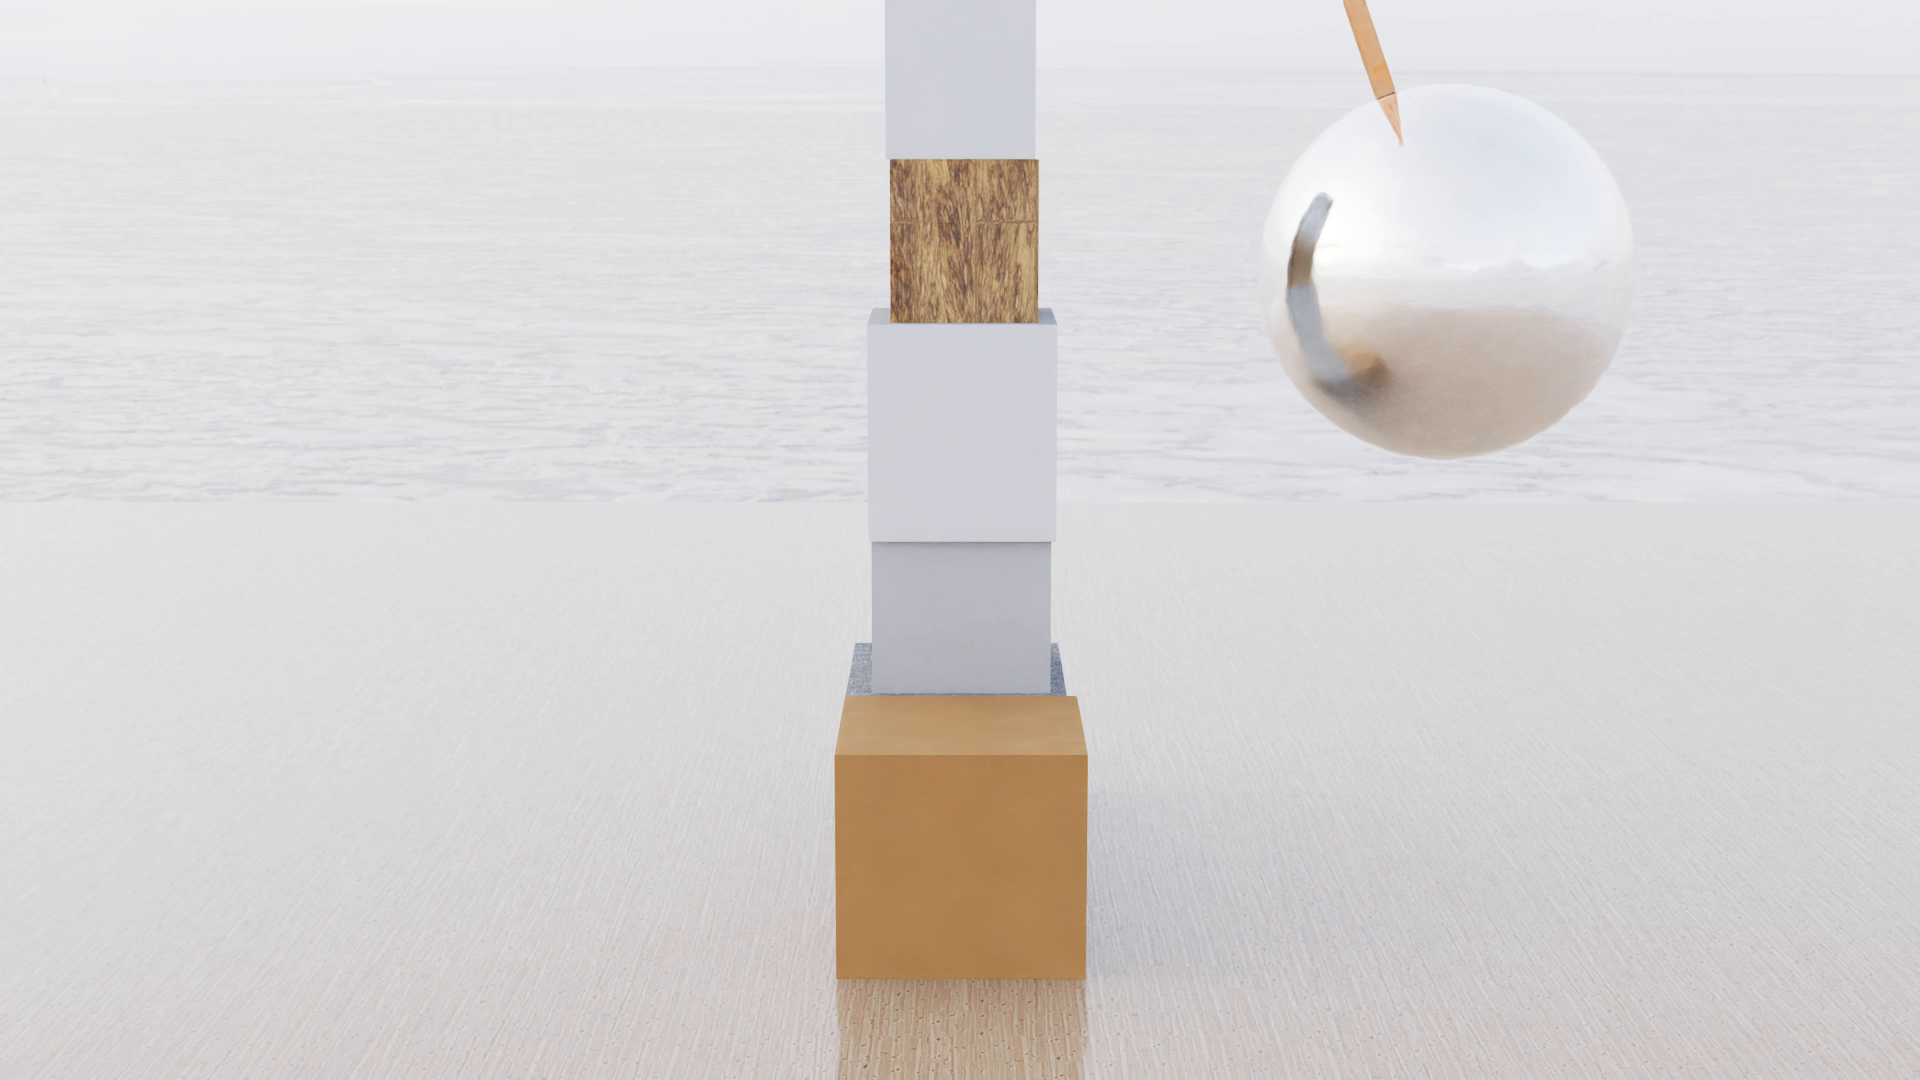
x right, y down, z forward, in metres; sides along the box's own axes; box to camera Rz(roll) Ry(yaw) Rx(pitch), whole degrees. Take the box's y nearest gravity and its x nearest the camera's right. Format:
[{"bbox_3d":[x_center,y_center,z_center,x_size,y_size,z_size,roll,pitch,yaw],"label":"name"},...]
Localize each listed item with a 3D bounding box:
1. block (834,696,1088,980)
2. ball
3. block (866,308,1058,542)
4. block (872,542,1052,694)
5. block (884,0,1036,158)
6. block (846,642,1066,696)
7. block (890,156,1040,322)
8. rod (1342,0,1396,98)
[{"bbox_3d":[0.004,1.192,10.469,0.981,0.909,0.959,0,10,0],"label":"block"},{"bbox_3d":[2.074,-1.142,10.973,1.600,1.600,1.600,0,10,0],"label":"ball"},{"bbox_3d":[0.009,-0.512,11.087,0.790,0.912,0.788,0,10,0],"label":"block"},{"bbox_3d":[0.006,0.263,11.228,0.759,0.664,0.711,0,10,0],"label":"block"},{"bbox_3d":[0.002,-1.953,10.825,0.620,0.666,0.577,0,10,0],"label":"block"},{"bbox_3d":[-0.016,1.014,11.469,0.940,0.901,1.052,0,10,0],"label":"block"},{"bbox_3d":[0.018,-1.294,10.945,0.616,0.676,0.620,0,10,0],"label":"block"},{"bbox_3d":[0.899,-4.281,10.402,0.080,5.200,0.080,-20,10,4],"label":"rod"}]
